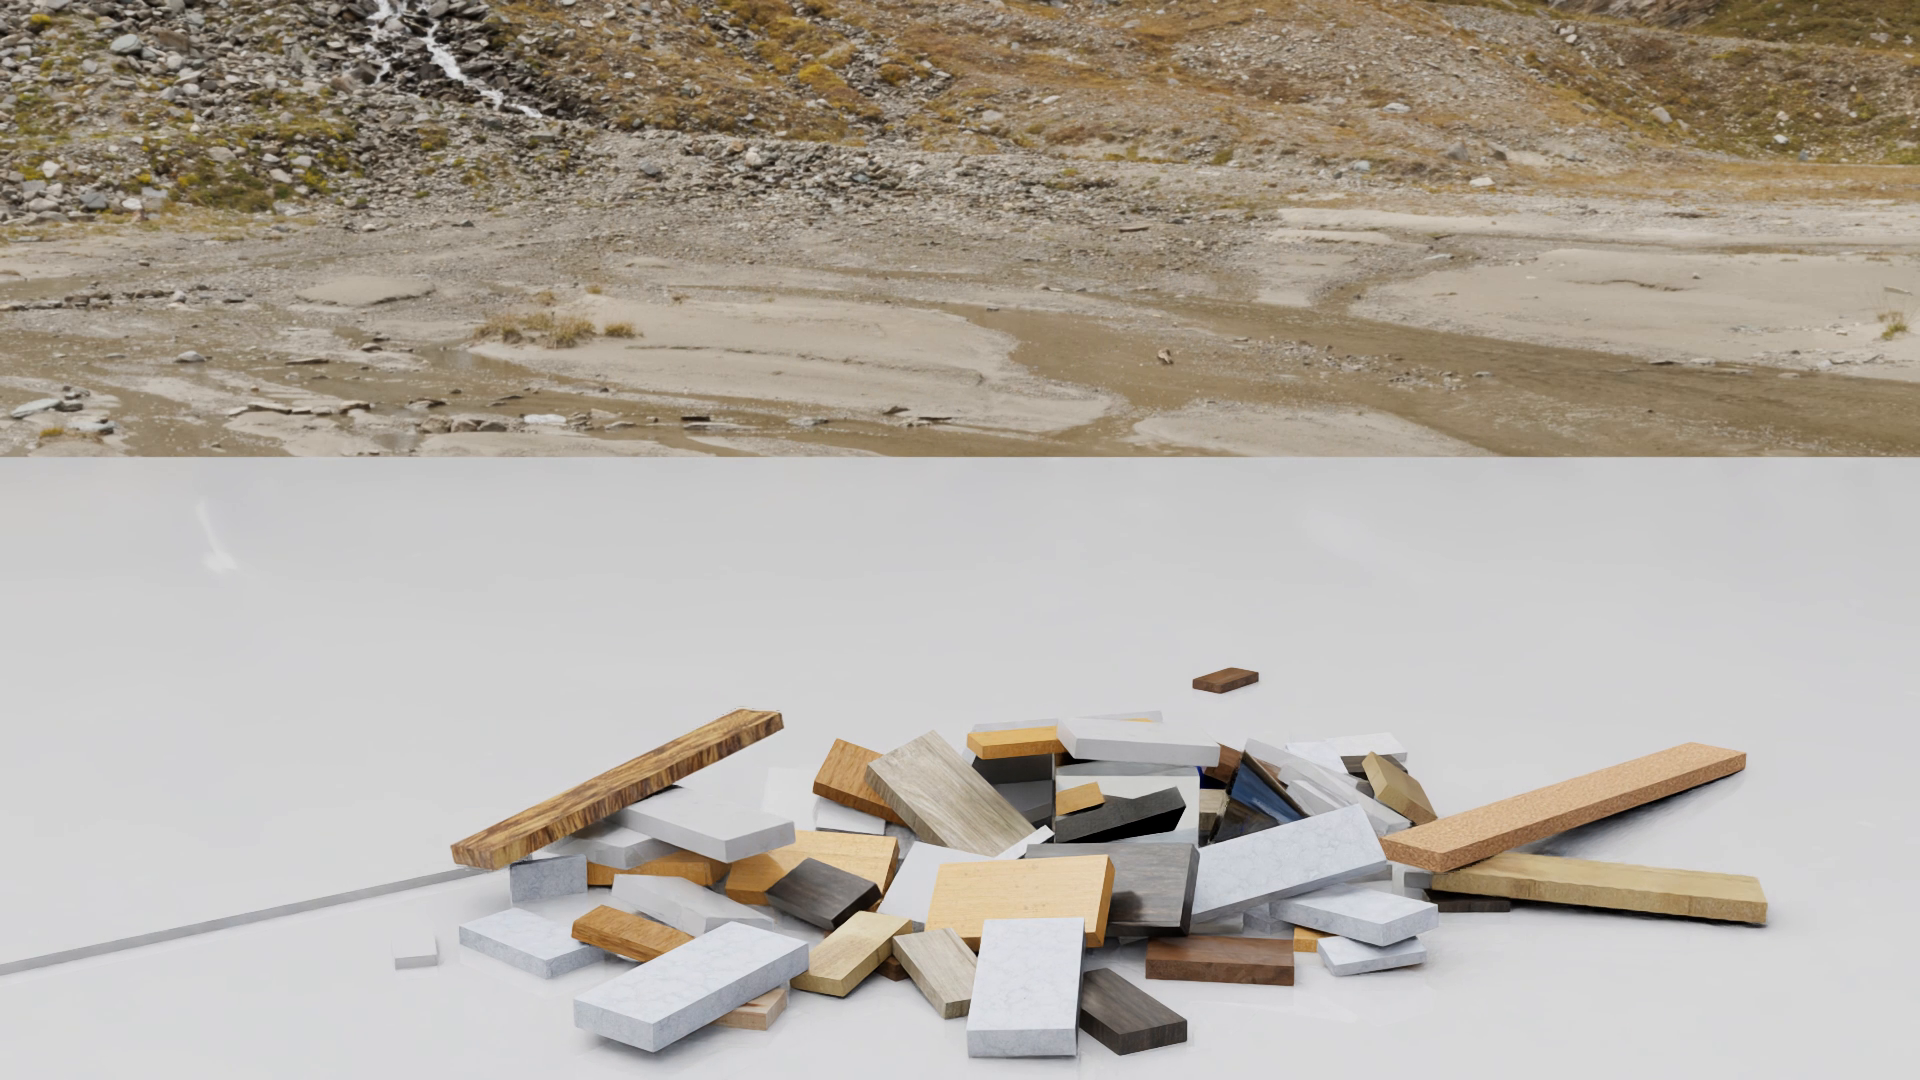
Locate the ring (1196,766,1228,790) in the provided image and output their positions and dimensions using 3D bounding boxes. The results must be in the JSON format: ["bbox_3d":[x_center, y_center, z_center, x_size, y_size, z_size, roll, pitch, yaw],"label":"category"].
[{"bbox_3d":[0.315,0.441,4.129,0.384,0.128,0.384,1,11,0],"label":"ring"}]

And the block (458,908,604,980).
[{"bbox_3d":[-0.664,0.623,3.405,0.221,0.031,0.110,9,14,41],"label":"block"}]

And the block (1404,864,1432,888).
[{"bbox_3d":[0.822,0.556,3.774,0.096,0.027,0.193,3,11,18],"label":"block"}]

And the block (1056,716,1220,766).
[{"bbox_3d":[0.294,0.333,3.632,0.245,0.035,0.122,5,11,-12],"label":"block"}]

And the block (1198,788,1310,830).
[{"bbox_3d":[0.519,0.481,3.906,0.225,0.032,0.112,3,15,-8],"label":"block"}]

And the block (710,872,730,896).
[{"bbox_3d":[-0.346,0.569,3.721,0.155,0.022,0.077,-5,11,-23],"label":"block"}]

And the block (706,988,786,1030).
[{"bbox_3d":[-0.353,0.669,3.172,0.185,0.026,0.093,3,11,14],"label":"block"}]

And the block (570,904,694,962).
[{"bbox_3d":[-0.491,0.611,3.371,0.185,0.026,0.093,15,12,16],"label":"block"}]

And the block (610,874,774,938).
[{"bbox_3d":[-0.428,0.585,3.502,0.131,0.037,0.263,11,1,-42],"label":"block"}]

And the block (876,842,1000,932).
[{"bbox_3d":[0.043,0.570,3.454,0.334,0.040,0.140,7,51,33],"label":"block"}]

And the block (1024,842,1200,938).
[{"bbox_3d":[0.228,0.547,3.440,0.280,0.140,0.040,-4,-35,26],"label":"block"}]

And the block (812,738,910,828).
[{"bbox_3d":[-0.130,0.423,3.770,0.220,0.031,0.110,19,41,7],"label":"block"}]

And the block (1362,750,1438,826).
[{"bbox_3d":[0.818,0.465,4.099,0.112,0.032,0.223,33,10,-3],"label":"block"}]

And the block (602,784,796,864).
[{"bbox_3d":[-0.443,0.468,3.677,0.131,0.037,0.414,-12,11,-36],"label":"block"}]

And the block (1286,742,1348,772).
[{"bbox_3d":[0.693,0.448,4.220,0.093,0.026,0.185,-2,27,-7],"label":"block"}]

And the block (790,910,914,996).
[{"bbox_3d":[-0.163,0.621,3.314,0.097,0.027,0.193,2,21,32],"label":"block"}]

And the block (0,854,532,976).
[{"bbox_3d":[-1.291,0.620,3.461,1.316,0.018,0.063,-8,13,-36],"label":"block"}]

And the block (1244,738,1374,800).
[{"bbox_3d":[0.657,0.430,4.129,0.231,0.032,0.112,20,0,32],"label":"block"}]

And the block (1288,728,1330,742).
[{"bbox_3d":[0.727,0.417,4.541,0.076,0.021,0.151,0,11,0],"label":"block"}]

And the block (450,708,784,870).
[{"bbox_3d":[-0.577,0.422,3.804,0.110,0.031,0.672,0,16,41],"label":"block"}]

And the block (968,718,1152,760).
[{"bbox_3d":[0.180,0.335,3.715,0.327,0.023,0.081,-3,11,-18],"label":"block"}]

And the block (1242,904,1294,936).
[{"bbox_3d":[0.527,0.602,3.549,0.148,0.021,0.074,-8,13,-36],"label":"block"}]

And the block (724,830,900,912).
[{"bbox_3d":[-0.243,0.544,3.630,0.263,0.037,0.131,2,44,13],"label":"block"}]

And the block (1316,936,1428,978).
[{"bbox_3d":[0.627,0.626,3.350,0.148,0.021,0.074,-7,23,-11],"label":"block"}]

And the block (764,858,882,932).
[{"bbox_3d":[-0.219,0.564,3.500,0.097,0.027,0.194,-36,26,-28],"label":"block"}]

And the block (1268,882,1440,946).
[{"bbox_3d":[0.612,0.579,3.432,0.122,0.035,0.245,-10,8,-35],"label":"block"}]

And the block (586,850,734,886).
[{"bbox_3d":[-0.521,0.545,3.733,0.273,0.039,0.136,-3,9,18],"label":"block"}]

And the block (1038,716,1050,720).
[{"bbox_3d":[0.213,0.360,4.167,0.151,0.021,0.076,1,14,24],"label":"block"}]

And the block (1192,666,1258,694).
[{"bbox_3d":[0.611,0.322,5.051,0.077,0.022,0.155,9,14,40],"label":"block"}]

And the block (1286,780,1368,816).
[{"bbox_3d":[0.631,0.460,3.794,0.117,0.033,0.234,31,3,18],"label":"block"}]

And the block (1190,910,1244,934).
[{"bbox_3d":[0.331,0.565,3.512,0.234,0.033,0.117,1,55,3],"label":"block"}]

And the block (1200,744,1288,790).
[{"bbox_3d":[0.544,0.433,4.019,0.225,0.032,0.112,22,13,-9],"label":"block"}]

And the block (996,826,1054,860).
[{"bbox_3d":[0.083,0.537,3.597,0.163,0.081,0.023,-29,55,-30],"label":"block"}]

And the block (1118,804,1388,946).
[{"bbox_3d":[0.448,0.528,3.487,0.442,0.031,0.110,-14,51,-7],"label":"block"}]

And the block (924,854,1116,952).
[{"bbox_3d":[0.091,0.560,3.379,0.280,0.040,0.140,-6,45,22],"label":"block"}]

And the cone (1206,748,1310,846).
[{"bbox_3d":[0.551,0.509,3.649,0.256,0.256,0.256,19,13,6],"label":"cone"}]

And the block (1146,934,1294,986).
[{"bbox_3d":[0.395,0.636,3.336,0.221,0.031,0.110,1,11,7],"label":"block"}]

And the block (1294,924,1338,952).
[{"bbox_3d":[0.596,0.623,3.432,0.148,0.021,0.074,2,11,10],"label":"block"}]

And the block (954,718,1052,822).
[{"bbox_3d":[0.041,0.442,3.918,0.335,0.047,0.167,-16,54,-22],"label":"block"}]

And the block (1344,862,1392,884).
[{"bbox_3d":[0.628,0.560,3.754,0.193,0.027,0.096,-3,11,-16],"label":"block"}]

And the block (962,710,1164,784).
[{"bbox_3d":[0.177,0.367,3.859,0.335,0.047,0.167,-3,-28,-13],"label":"block"}]

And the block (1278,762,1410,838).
[{"bbox_3d":[0.693,0.469,3.970,0.223,0.032,0.112,30,11,30],"label":"block"}]

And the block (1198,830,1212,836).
[{"bbox_3d":[0.510,0.500,4.011,0.093,0.026,0.185,-12,2,37],"label":"block"}]

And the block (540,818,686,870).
[{"bbox_3d":[-0.606,0.509,3.765,0.273,0.039,0.136,3,12,43],"label":"block"}]

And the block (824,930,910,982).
[{"bbox_3d":[-0.118,0.629,3.385,0.093,0.026,0.185,-8,13,-38],"label":"block"}]

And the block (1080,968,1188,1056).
[{"bbox_3d":[0.219,0.672,3.143,0.110,0.031,0.220,-5,12,-26],"label":"block"}]

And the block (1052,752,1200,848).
[{"bbox_3d":[0.272,0.472,3.672,0.231,0.231,0.231,0,11,1],"label":"block"}]

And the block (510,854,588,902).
[{"bbox_3d":[-0.684,0.561,3.653,0.125,0.063,0.018,-4,11,-23],"label":"block"}]

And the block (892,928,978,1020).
[{"bbox_3d":[-0.017,0.638,3.248,0.097,0.027,0.200,-5,21,-24],"label":"block"}]

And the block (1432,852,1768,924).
[{"bbox_3d":[1.041,0.563,3.609,0.521,0.035,0.122,4,12,12],"label":"block"}]

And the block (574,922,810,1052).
[{"bbox_3d":[-0.380,0.636,3.156,0.149,0.042,0.338,8,15,34],"label":"block"}]

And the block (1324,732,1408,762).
[{"bbox_3d":[0.818,0.424,4.445,0.151,0.021,0.076,-4,28,-18],"label":"block"}]

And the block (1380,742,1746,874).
[{"bbox_3d":[1.129,0.474,4.004,0.117,0.033,1.157,10,11,42],"label":"block"}]

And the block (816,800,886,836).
[{"bbox_3d":[-0.184,0.477,3.745,0.115,0.016,0.058,7,47,2],"label":"block"}]

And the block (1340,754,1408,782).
[{"bbox_3d":[0.751,0.455,4.311,0.225,0.032,0.112,-1,11,-7],"label":"block"}]

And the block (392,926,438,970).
[{"bbox_3d":[-0.844,0.630,3.403,0.063,0.018,0.125,-3,11,-16],"label":"block"}]

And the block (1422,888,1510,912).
[{"bbox_3d":[0.831,0.592,3.609,0.129,0.018,0.064,0,11,0],"label":"block"}]

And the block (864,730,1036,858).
[{"bbox_3d":[-0.009,0.456,3.706,0.149,0.042,0.298,-25,53,-35],"label":"block"}]

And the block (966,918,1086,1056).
[{"bbox_3d":[0.098,0.635,3.142,0.149,0.042,0.298,-2,20,7],"label":"block"}]

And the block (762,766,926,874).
[{"bbox_3d":[-0.171,0.485,3.781,0.335,0.047,0.167,5,47,0],"label":"block"}]
